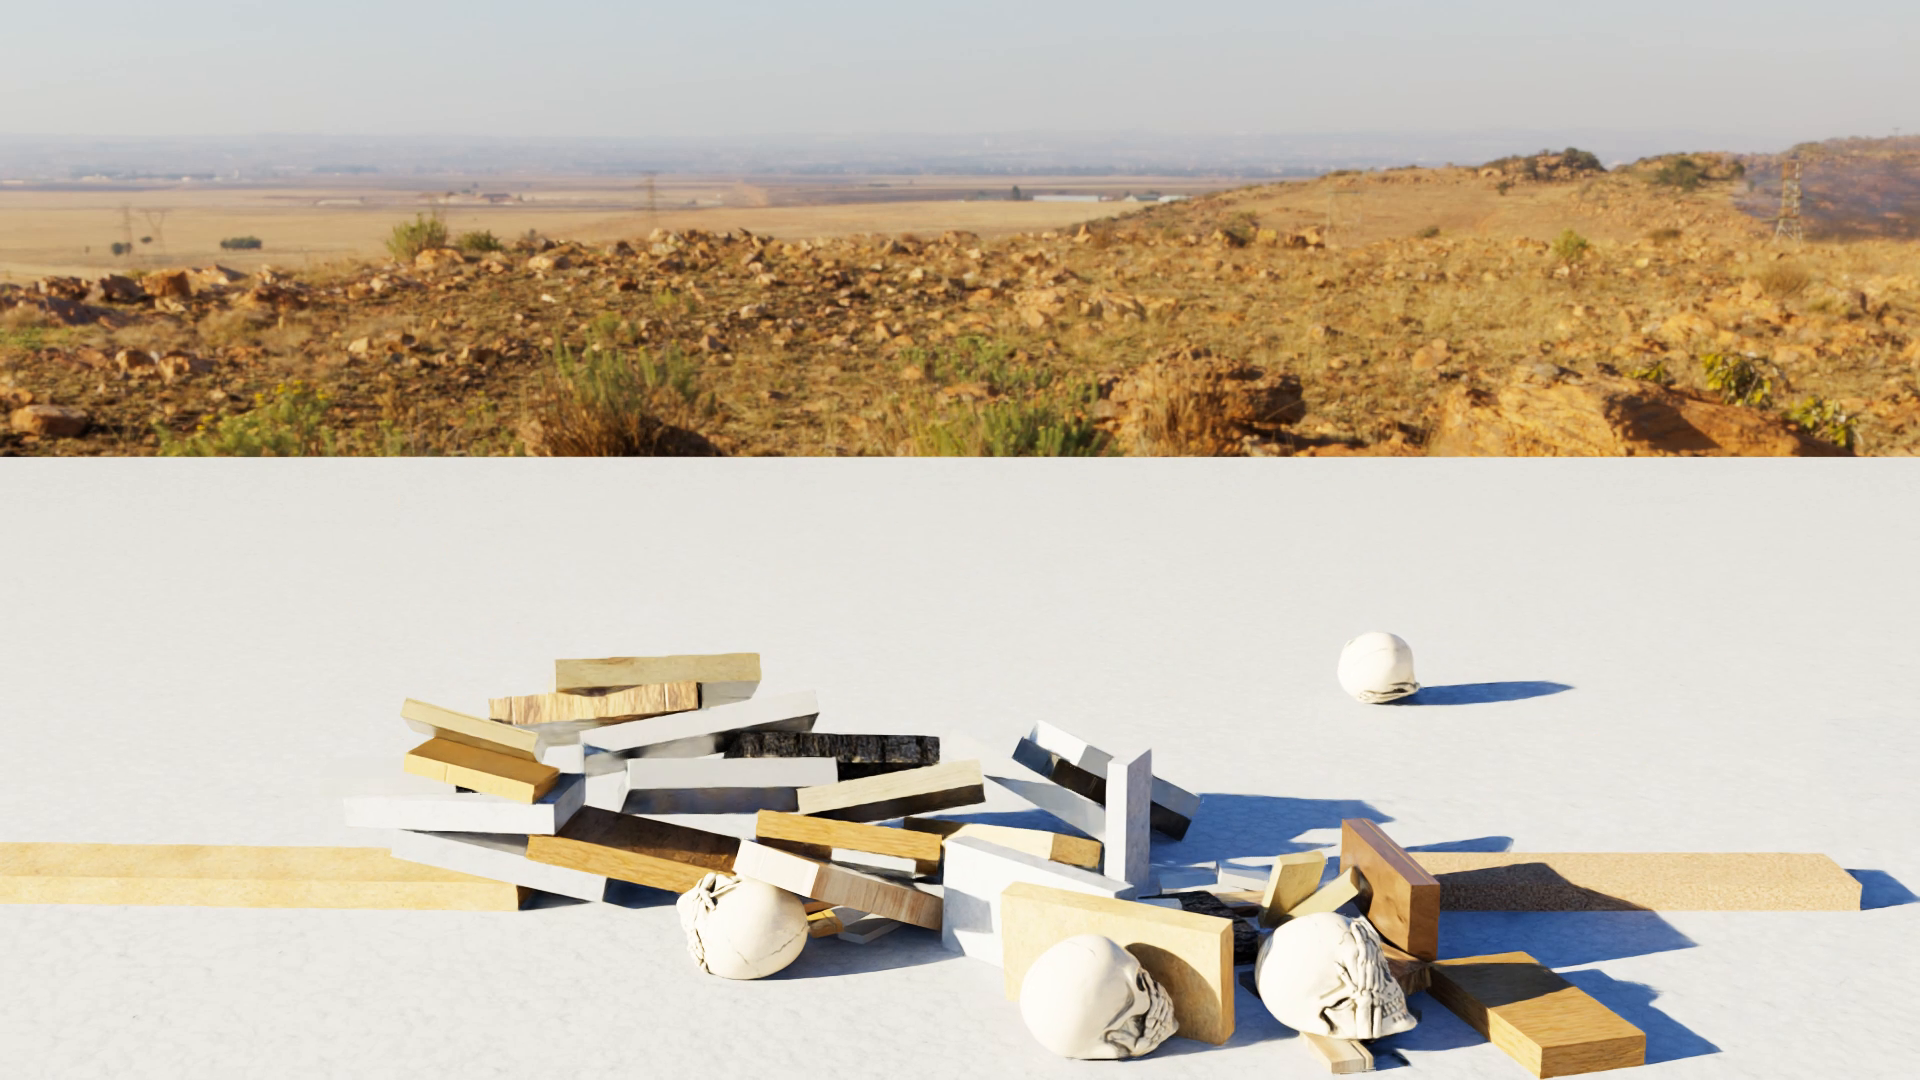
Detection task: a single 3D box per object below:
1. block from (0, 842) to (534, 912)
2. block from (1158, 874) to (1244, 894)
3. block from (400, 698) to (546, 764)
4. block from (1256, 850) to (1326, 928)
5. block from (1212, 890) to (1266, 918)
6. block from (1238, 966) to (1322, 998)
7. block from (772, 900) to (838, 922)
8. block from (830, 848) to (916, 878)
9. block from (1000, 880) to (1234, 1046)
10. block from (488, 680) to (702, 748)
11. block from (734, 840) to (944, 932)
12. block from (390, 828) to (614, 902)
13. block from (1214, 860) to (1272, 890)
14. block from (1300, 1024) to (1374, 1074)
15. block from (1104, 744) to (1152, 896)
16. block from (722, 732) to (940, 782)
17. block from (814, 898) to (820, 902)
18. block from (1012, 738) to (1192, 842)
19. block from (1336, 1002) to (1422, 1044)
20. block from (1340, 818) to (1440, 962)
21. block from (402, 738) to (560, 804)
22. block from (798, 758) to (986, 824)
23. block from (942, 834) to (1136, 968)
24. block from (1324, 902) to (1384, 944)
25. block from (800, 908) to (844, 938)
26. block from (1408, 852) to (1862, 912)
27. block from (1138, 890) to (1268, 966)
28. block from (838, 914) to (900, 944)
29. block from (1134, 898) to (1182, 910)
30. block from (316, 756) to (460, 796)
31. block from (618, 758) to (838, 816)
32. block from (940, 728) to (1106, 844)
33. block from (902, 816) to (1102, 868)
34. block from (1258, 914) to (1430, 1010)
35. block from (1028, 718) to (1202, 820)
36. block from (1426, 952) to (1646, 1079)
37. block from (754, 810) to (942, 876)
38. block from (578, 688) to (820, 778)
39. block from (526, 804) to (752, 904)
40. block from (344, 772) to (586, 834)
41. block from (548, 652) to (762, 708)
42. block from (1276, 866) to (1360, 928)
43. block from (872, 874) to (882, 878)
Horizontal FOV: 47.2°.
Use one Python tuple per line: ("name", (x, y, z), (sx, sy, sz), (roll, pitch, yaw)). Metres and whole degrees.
("block", (-1.213, 0.563, 3.684), (0.994, 0.048, 0.171), (0, 11, 3))
("block", (0.402, 0.580, 3.671), (0.136, 0.019, 0.068), (0, 11, -1))
("block", (-0.793, 0.314, 3.593), (0.222, 0.031, 0.111), (15, -18, 2))
("block", (0.524, 0.554, 3.478), (0.075, 0.149, 0.021), (-4, 40, -16))
("block", (0.478, 0.594, 3.592), (0.136, 0.019, 0.068), (-2, 11, -8))
("block", (0.483, 0.655, 3.273), (0.120, 0.017, 0.060), (-4, 11, -19))
("block", (-0.249, 0.596, 3.546), (0.098, 0.014, 0.049), (-7, -13, -33))
("block", (-0.145, 0.538, 3.656), (0.139, 0.020, 0.069), (9, -18, -2))
("block", (0.222, 0.601, 3.135), (0.340, 0.170, 0.048), (6, 18, 28))
("block", (-0.609, 0.298, 3.711), (0.341, 0.048, 0.171), (-5, -19, -5))
("block", (-0.167, 0.541, 3.414), (0.173, 0.049, 0.346), (10, -10, 43))
("block", (-0.746, 0.512, 3.651), (0.349, 0.049, 0.175), (13, 11, -1))
("block", (0.497, 0.566, 3.670), (0.136, 0.019, 0.068), (11, 10, -3))
("block", (0.517, 0.698, 3.022), (0.060, 0.017, 0.120), (-6, 10, -10))
("block", (0.279, 0.472, 3.642), (0.034, 0.241, 0.121), (5, 12, 24))
("block", (-0.226, 0.384, 3.801), (0.346, 0.049, 0.173), (3, -23, -20))
("block", (-0.292, 0.549, 3.634), (0.139, 0.020, 0.069), (33, -1, -21))
("block", (0.253, 0.446, 3.936), (0.302, 0.043, 0.151), (27, -2, -26))
("block", (0.594, 0.683, 3.120), (0.120, 0.017, 0.060), (-9, 14, -41))
("block", (0.661, 0.557, 3.405), (0.045, 0.160, 0.320), (-1, 10, -8))
("block", (-0.776, 0.373, 3.571), (0.222, 0.031, 0.111), (13, 11, 9))
("block", (-0.113, 0.432, 3.706), (0.305, 0.043, 0.153), (-10, -19, -1))
("block", (0.114, 0.568, 3.314), (0.340, 0.170, 0.048), (10, 11, 43))
("block", (0.599, 0.612, 3.405), (0.075, 0.021, 0.156), (-19, 16, -3))
("block", (-0.220, 0.608, 3.490), (0.049, 0.014, 0.098), (-11, 7, -15))
("block", (1.101, 0.568, 3.661), (0.732, 0.045, 0.160), (0, 11, 0))
("block", (0.381, 0.611, 3.460), (0.121, 0.034, 0.241), (-3, 11, -17))
("block", (-0.144, 0.616, 3.491), (0.049, 0.014, 0.098), (7, 13, 34))
("block", (0.283, 0.593, 3.476), (0.125, 0.018, 0.063), (-9, 22, 39))
("block", (-0.933, 0.388, 3.621), (0.222, 0.031, 0.111), (-1, 11, -2))
("block", (-0.394, 0.417, 3.713), (0.347, 0.049, 0.173), (1, -22, -15))
("block", (0.124, 0.432, 3.845), (0.340, 0.048, 0.170), (29, -5, 1))
("block", (0.069, 0.514, 3.743), (0.305, 0.043, 0.153), (1, -12, 36))
("block", (0.568, 0.624, 3.264), (0.121, 0.034, 0.241), (-12, 16, -32))
("block", (0.279, 0.412, 3.950), (0.302, 0.043, 0.151), (28, -3, -35))
("block", (0.810, 0.669, 3.118), (0.160, 0.045, 0.320), (-3, 11, -16))
("block", (-0.185, 0.509, 3.690), (0.305, 0.043, 0.153), (8, -18, 1))
("block", (-0.441, 0.327, 3.707), (0.394, 0.043, 0.151), (-10, -18, -14))
("block", (-0.525, 0.513, 3.637), (0.349, 0.049, 0.175), (12, 11, -2))
("block", (-0.812, 0.428, 3.624), (0.349, 0.049, 0.175), (1, 11, 7))
("block", (-0.521, 0.245, 3.735), (0.341, 0.048, 0.171), (-1, -19, -15))
("block", (0.560, 0.574, 3.444), (0.149, 0.021, 0.075), (-40, 1, 16))
("block", (-0.193, 0.562, 3.650), (0.139, 0.020, 0.069), (13, 2, -10))
